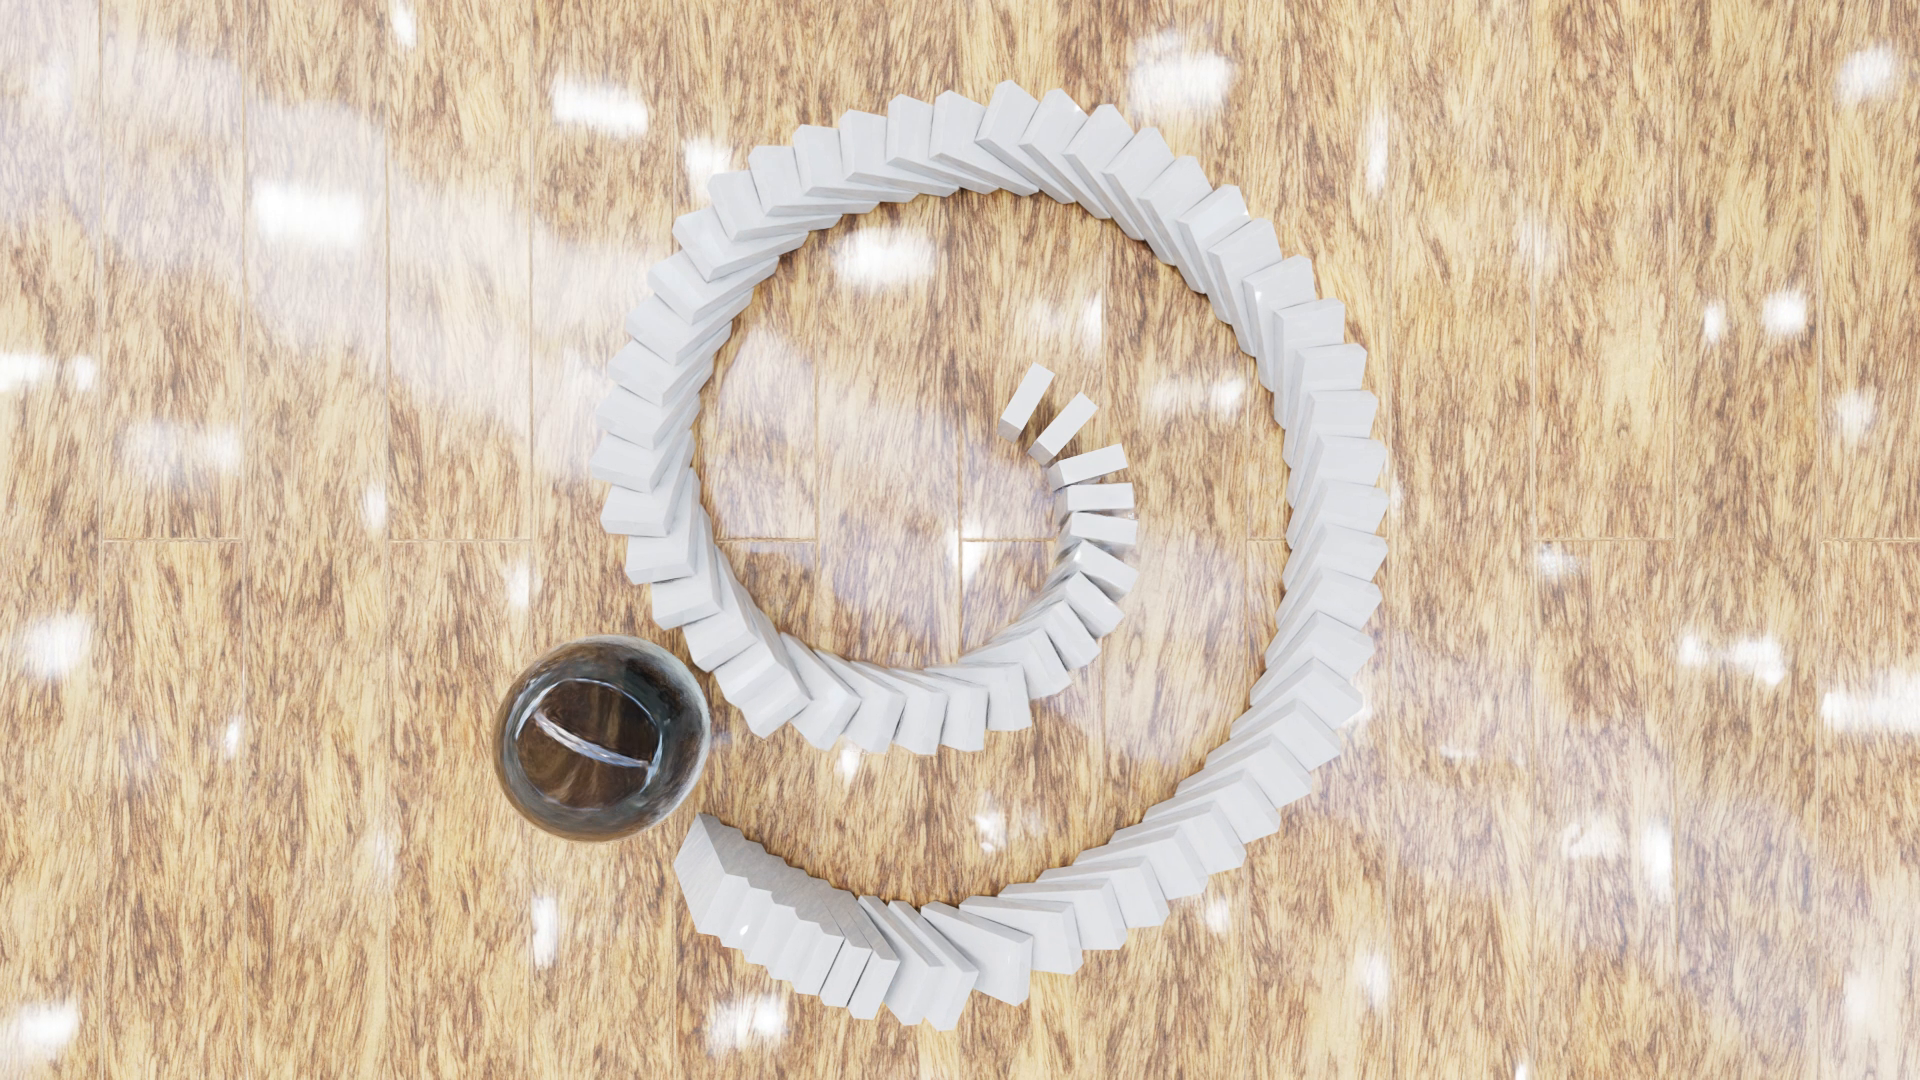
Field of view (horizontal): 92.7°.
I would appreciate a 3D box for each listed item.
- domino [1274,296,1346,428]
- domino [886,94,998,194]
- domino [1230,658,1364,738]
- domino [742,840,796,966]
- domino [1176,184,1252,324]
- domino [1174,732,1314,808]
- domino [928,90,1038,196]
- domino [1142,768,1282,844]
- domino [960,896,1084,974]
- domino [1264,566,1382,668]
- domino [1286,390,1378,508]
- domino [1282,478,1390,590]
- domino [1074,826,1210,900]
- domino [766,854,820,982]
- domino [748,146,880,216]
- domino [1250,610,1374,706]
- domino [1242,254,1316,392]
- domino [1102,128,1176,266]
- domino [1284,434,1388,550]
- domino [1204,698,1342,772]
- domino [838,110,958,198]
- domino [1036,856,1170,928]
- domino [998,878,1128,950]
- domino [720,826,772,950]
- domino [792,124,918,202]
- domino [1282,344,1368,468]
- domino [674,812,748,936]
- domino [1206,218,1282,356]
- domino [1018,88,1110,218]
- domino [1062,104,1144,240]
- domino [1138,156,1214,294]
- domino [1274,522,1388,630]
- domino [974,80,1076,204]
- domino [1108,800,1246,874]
[{"bbox_3d":[0.145,-0.073,0.382,0.025,0.010,0.050,-14,124,0],"label":"domino"},{"bbox_3d":[-0.006,-0.164,0.382,0.050,0.010,0.025,3,90,-33],"label":"domino"},{"bbox_3d":[0.139,0.074,0.382,0.025,0.009,0.050,37,124,0],"label":"domino"},{"bbox_3d":[-0.084,0.147,0.376,0.010,0.050,0.025,25,90,-30],"label":"domino"},{"bbox_3d":[0.112,-0.119,0.382,0.025,0.009,0.050,-36,123,0],"label":"domino"},{"bbox_3d":[0.118,0.103,0.382,0.025,0.010,0.050,49,123,-1],"label":"domino"},{"bbox_3d":[0.012,-0.164,0.382,0.050,0.009,0.025,7,90,-34],"label":"domino"},{"bbox_3d":[0.104,0.117,0.382,0.050,0.009,0.025,-35,90,33],"label":"domino"},{"bbox_3d":[0.025,0.164,0.382,0.050,0.009,0.025,-11,90,34],"label":"domino"},{"bbox_3d":[0.150,0.037,0.382,0.025,0.009,0.050,19,123,0],"label":"domino"},{"bbox_3d":[0.154,-0.037,0.382,0.025,0.009,0.050,-1,123,0],"label":"domino"},{"bbox_3d":[0.156,0.000,0.382,0.025,0.009,0.050,10,123,0],"label":"domino"},{"bbox_3d":[0.075,0.138,0.382,0.050,0.010,0.025,-29,90,33],"label":"domino"},{"bbox_3d":[-0.075,0.153,0.376,0.010,0.050,0.025,25,90,-30],"label":"domino"},{"bbox_3d":[-0.060,-0.150,0.382,0.050,0.009,0.025,-16,89,-34],"label":"domino"},{"bbox_3d":[0.146,0.055,0.382,0.025,0.010,0.050,27,124,0],"label":"domino"},{"bbox_3d":[0.135,-0.090,0.382,0.025,0.010,0.050,-24,124,0],"label":"domino"},{"bbox_3d":[0.083,-0.142,0.382,0.025,0.010,0.050,-47,124,0],"label":"domino"},{"bbox_3d":[0.156,-0.018,0.382,0.025,0.009,0.050,6,123,0],"label":"domino"},{"bbox_3d":[0.130,0.089,0.382,0.025,0.010,0.050,44,124,-1],"label":"domino"},{"bbox_3d":[-0.025,-0.161,0.382,0.050,0.010,0.025,-5,90,-34],"label":"domino"},{"bbox_3d":[0.059,0.149,0.383,0.050,0.010,0.025,-22,90,33],"label":"domino"},{"bbox_3d":[0.042,0.157,0.382,0.050,0.009,0.025,-18,90,33],"label":"domino"},{"bbox_3d":[-0.094,0.141,0.376,0.009,0.050,0.025,25,90,-30],"label":"domino"},{"bbox_3d":[-0.043,-0.156,0.382,0.050,0.010,0.025,-10,90,-34],"label":"domino"},{"bbox_3d":[0.151,-0.055,0.382,0.025,0.010,0.050,-6,124,-1],"label":"domino"},{"bbox_3d":[-0.103,0.136,0.376,0.009,0.050,0.025,25,90,-30],"label":"domino"},{"bbox_3d":[0.123,-0.105,0.382,0.025,0.010,0.050,-33,124,0],"label":"domino"},{"bbox_3d":[0.050,-0.160,0.382,0.050,0.010,0.025,29,89,-34],"label":"domino"},{"bbox_3d":[0.067,-0.152,0.382,0.050,0.010,0.025,38,89,-34],"label":"domino"},{"bbox_3d":[0.097,-0.131,0.382,0.025,0.009,0.050,-44,123,0],"label":"domino"},{"bbox_3d":[0.154,0.019,0.382,0.025,0.010,0.050,15,123,0],"label":"domino"},{"bbox_3d":[0.032,-0.165,0.382,0.050,0.009,0.025,22,90,-34],"label":"domino"},{"bbox_3d":[0.090,0.128,0.382,0.050,0.010,0.025,-31,90,33],"label":"domino"}]
